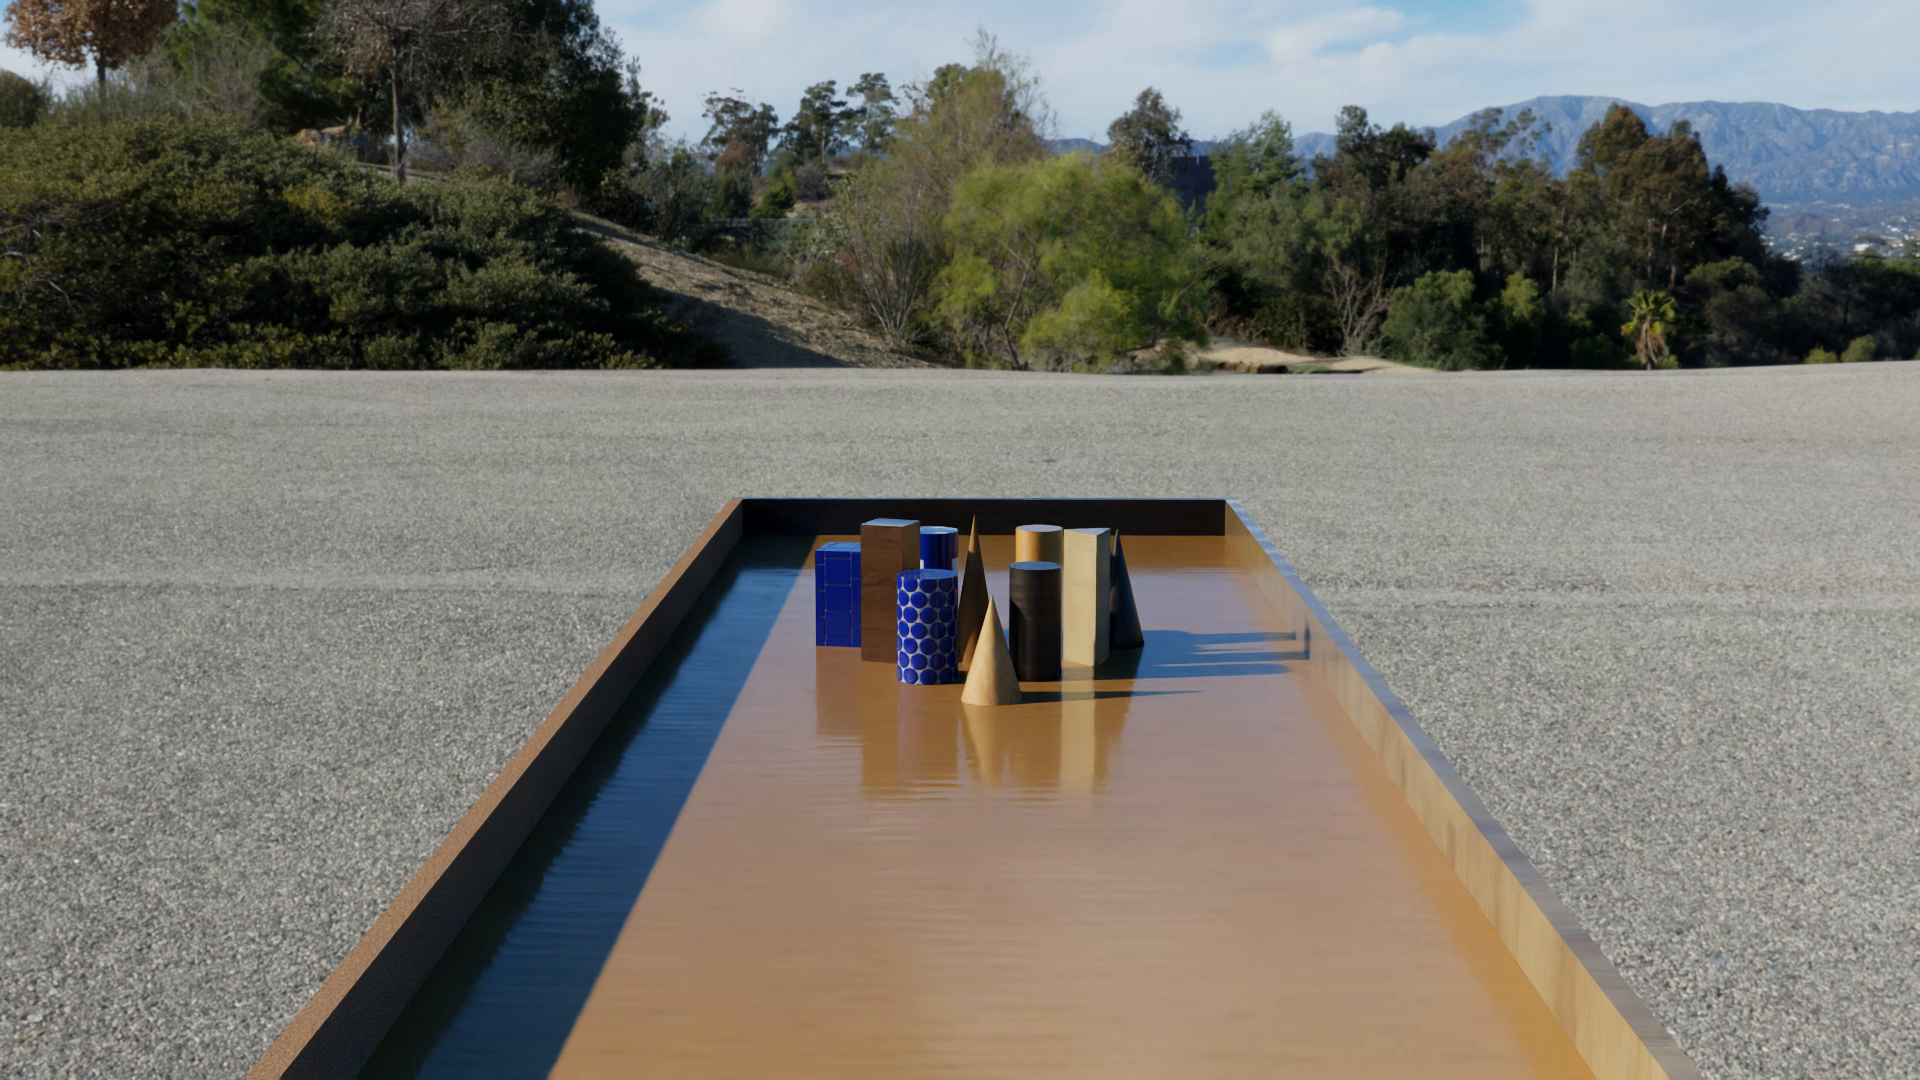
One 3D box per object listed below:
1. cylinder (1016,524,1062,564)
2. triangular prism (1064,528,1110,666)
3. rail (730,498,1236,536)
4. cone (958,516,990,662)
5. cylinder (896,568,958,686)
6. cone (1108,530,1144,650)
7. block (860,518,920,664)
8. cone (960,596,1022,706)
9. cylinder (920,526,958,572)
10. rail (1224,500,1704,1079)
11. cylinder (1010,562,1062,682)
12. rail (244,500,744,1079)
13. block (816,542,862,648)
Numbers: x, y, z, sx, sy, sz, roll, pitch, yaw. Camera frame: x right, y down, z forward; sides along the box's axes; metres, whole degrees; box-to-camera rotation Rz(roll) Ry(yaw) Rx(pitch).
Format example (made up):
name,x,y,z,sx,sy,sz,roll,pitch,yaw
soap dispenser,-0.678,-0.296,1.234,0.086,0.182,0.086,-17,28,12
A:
name,x,y,z,sx,sy,sz,roll,pitch,yaw
cylinder,0.248,0.145,6.913,0.147,0.369,0.147,0,9,0
triangular prism,0.408,0.168,6.669,0.123,0.401,0.142,-8,12,-41
rail,0.099,-0.098,9.147,2.100,0.150,0.050,0,9,1
cone,0.044,0.138,6.695,0.147,0.451,0.147,0,9,0
cylinder,-0.095,0.252,6.425,0.180,0.311,0.180,0,9,0
cone,0.493,0.143,6.915,0.179,0.373,0.179,0,9,0
block,-0.211,0.154,6.696,0.138,0.420,0.138,4,10,22
cone,0.090,0.298,6.167,0.176,0.300,0.176,0,9,0
cylinder,-0.086,0.146,6.941,0.162,0.359,0.162,0,9,0
rail,1.046,0.843,3.208,0.050,0.150,12.000,0,9,1
cylinder,0.221,0.238,6.449,0.155,0.331,0.155,0,9,0
rail,-1.004,0.839,3.234,0.050,0.150,12.000,0,9,1
block,-0.350,0.172,6.958,0.176,0.303,0.176,2,9,10
